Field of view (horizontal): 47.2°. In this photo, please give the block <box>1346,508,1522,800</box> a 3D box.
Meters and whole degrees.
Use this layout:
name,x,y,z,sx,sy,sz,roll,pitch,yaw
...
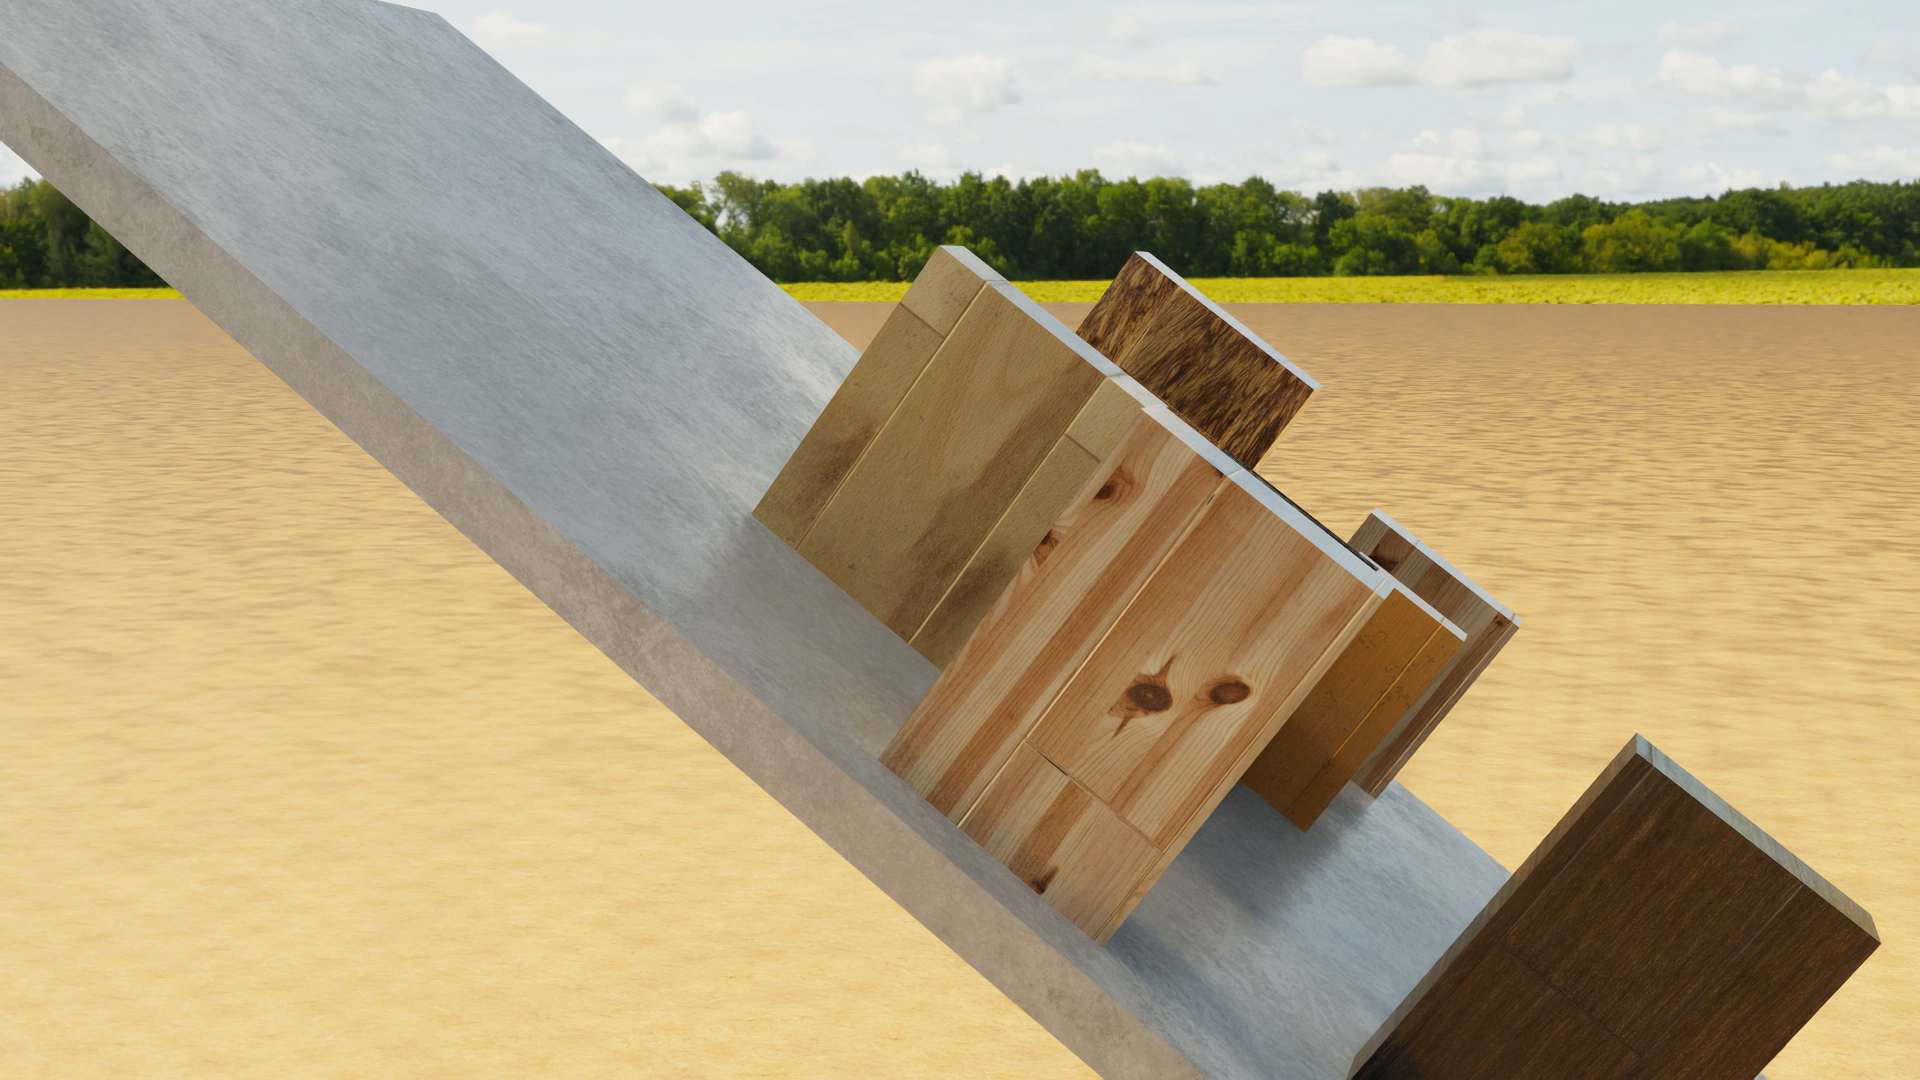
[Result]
name,x,y,z,sx,sy,sz,roll,pitch,yaw
block,0.879,0.238,4.641,0.380,0.473,0.112,39,16,9

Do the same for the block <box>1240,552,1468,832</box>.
name,x,y,z,sx,sy,sz,roll,pitch,yaw
block,0.700,0.286,4.129,0.248,0.471,0.084,39,16,9

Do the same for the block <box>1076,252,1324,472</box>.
name,x,y,z,sx,sy,sz,roll,pitch,yaw
block,0.346,-0.184,4.407,0.443,0.644,0.125,39,16,9

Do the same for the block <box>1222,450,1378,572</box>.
name,x,y,z,sx,sy,sz,roll,pitch,yaw
block,0.432,0.153,3.857,0.337,0.518,0.128,39,16,9

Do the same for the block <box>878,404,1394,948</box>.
name,x,y,z,sx,sy,sz,roll,pitch,yaw
block,0.243,0.191,3.119,0.418,0.641,0.131,39,16,9

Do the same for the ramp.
name,x,y,z,sx,sy,sz,roll,pitch,yaw
ramp,-0.057,0.118,4.066,4.000,0.100,2.000,39,16,9

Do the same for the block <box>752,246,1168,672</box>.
name,x,y,z,sx,sy,sz,roll,pitch,yaw
block,-0.005,-0.132,3.672,0.441,0.560,0.135,39,16,9

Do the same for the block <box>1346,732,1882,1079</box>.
name,x,y,z,sx,sy,sz,roll,pitch,yaw
block,0.925,0.667,3.165,0.406,0.657,0.143,39,16,9
